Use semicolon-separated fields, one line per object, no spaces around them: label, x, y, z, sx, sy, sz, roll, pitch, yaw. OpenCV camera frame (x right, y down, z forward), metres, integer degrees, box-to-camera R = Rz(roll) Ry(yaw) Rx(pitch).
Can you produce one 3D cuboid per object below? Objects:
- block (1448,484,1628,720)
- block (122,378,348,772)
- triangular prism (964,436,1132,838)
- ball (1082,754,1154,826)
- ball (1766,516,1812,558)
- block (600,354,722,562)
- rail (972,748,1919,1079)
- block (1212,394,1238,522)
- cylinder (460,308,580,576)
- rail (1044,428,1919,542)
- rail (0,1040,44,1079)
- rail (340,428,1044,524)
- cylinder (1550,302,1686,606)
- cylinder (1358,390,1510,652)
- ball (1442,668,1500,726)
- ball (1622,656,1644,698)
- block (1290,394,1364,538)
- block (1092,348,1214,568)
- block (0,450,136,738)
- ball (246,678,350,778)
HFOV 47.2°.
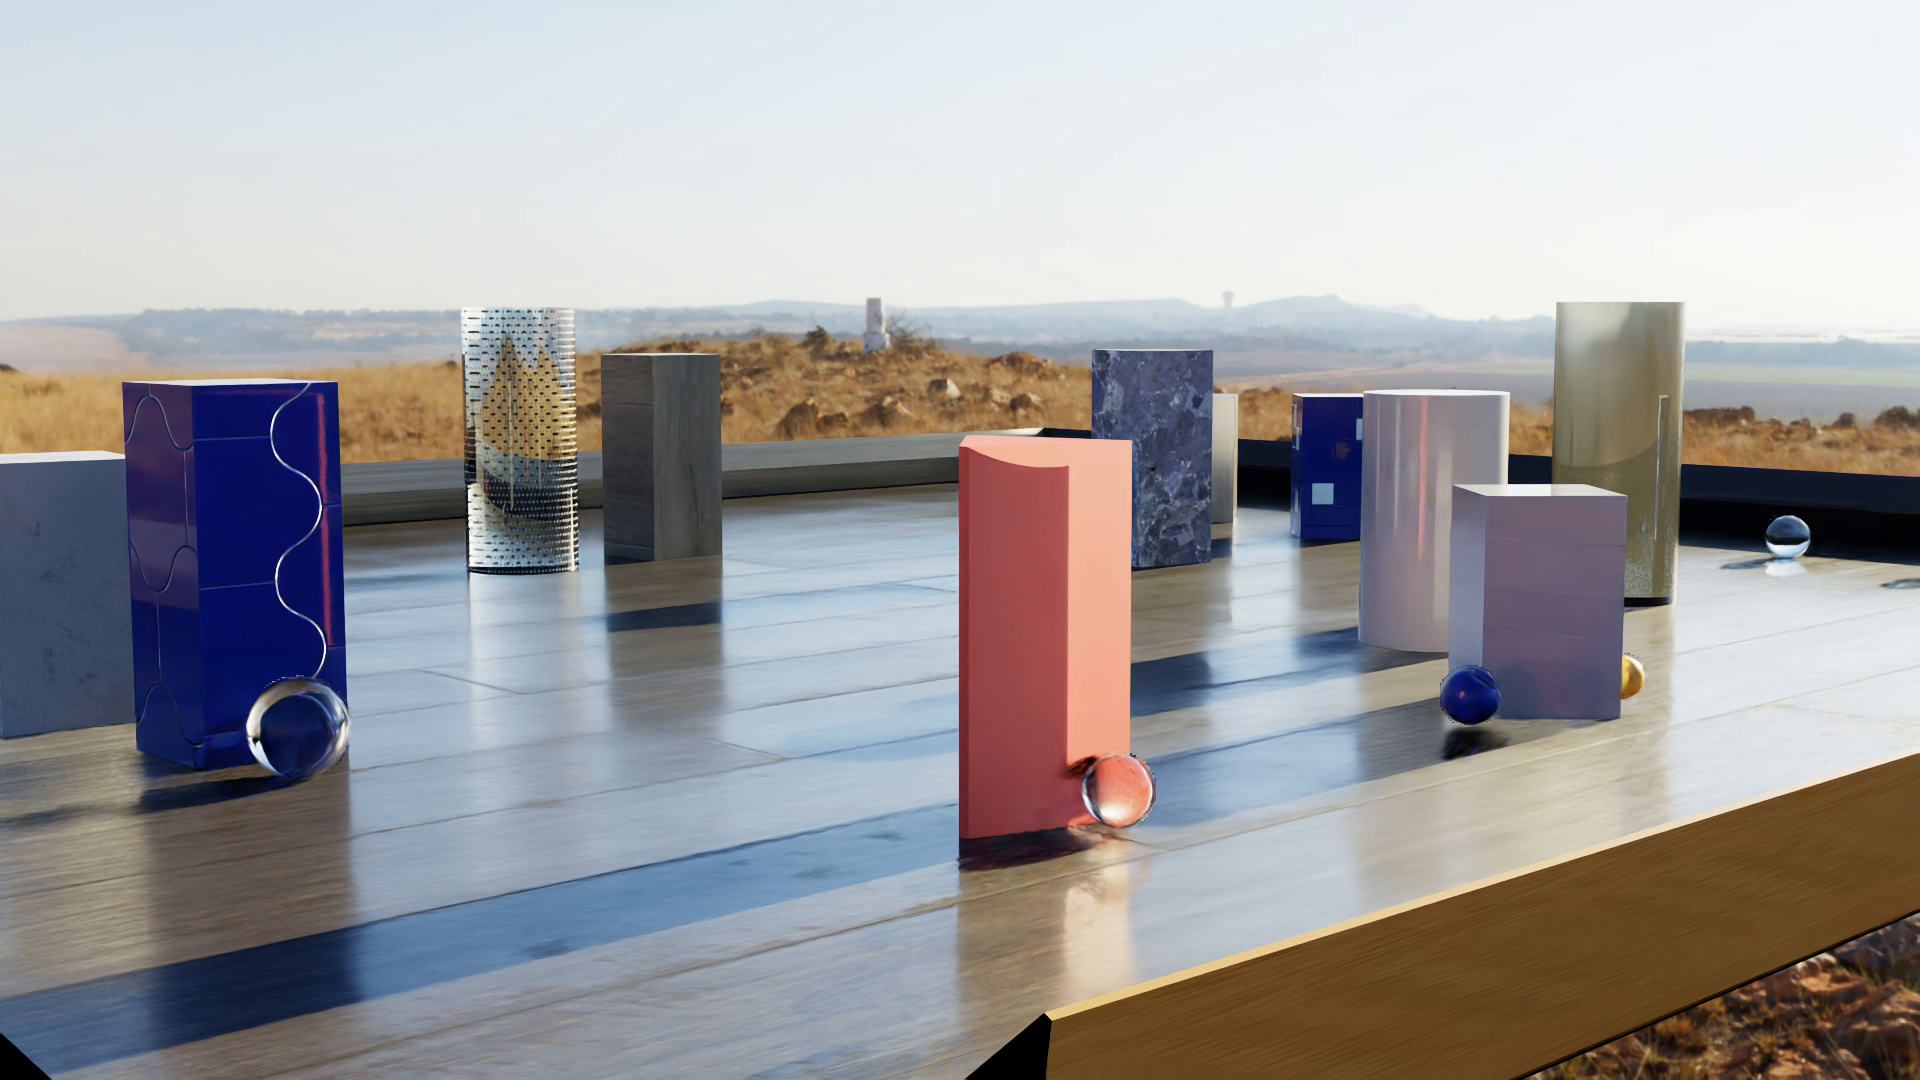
block;0.641;0.066;2.454;0.152;0.244;0.152;0;6;-1
block;-0.726;0.027;2.207;0.152;0.371;0.152;-6;8;-44
triangular prism;0.043;0.076;1.936;0.165;0.331;0.143;-3;7;-27
ball;0.135;0.214;1.878;0.062;0.062;0.062;0;6;0
ball;1.476;-0.005;3.920;0.077;0.077;0.077;0;6;0
block;-0.538;-0.154;3.969;0.152;0.362;0.152;-6;8;-44
rail;1.169;0.165;2.072;3.833;0.124;0.045;-6;8;-42
block;0.507;-0.176;4.656;0.152;0.262;0.152;1;6;10
cylinder;-0.749;-0.172;3.748;0.190;0.445;0.190;0;6;0
rail;1.391;-0.102;4.609;0.045;0.124;3.494;-6;8;-42
rail;-1.391;0.167;2.056;0.045;0.124;3.494;-6;8;-42
rail;-1.169;-0.101;4.592;3.833;0.124;0.045;-6;8;-42
cylinder;1.002;-0.136;3.357;0.190;0.454;0.190;0;6;0
cylinder;0.631;-0.030;2.931;0.190;0.333;0.190;0;6;0
ball;0.547;0.167;2.356;0.061;0.061;0.061;0;6;0
ball;0.742;0.154;2.465;0.049;0.049;0.049;0;6;0
block;0.738;-0.147;4.324;0.152;0.275;0.152;0;6;1
block;0.337;-0.149;3.876;0.152;0.372;0.152;-3;7;-29
block;-0.980;0.052;2.380;0.152;0.285;0.152;-4;7;-36
ball;-0.628;0.179;2.087;0.095;0.095;0.095;0;6;0
